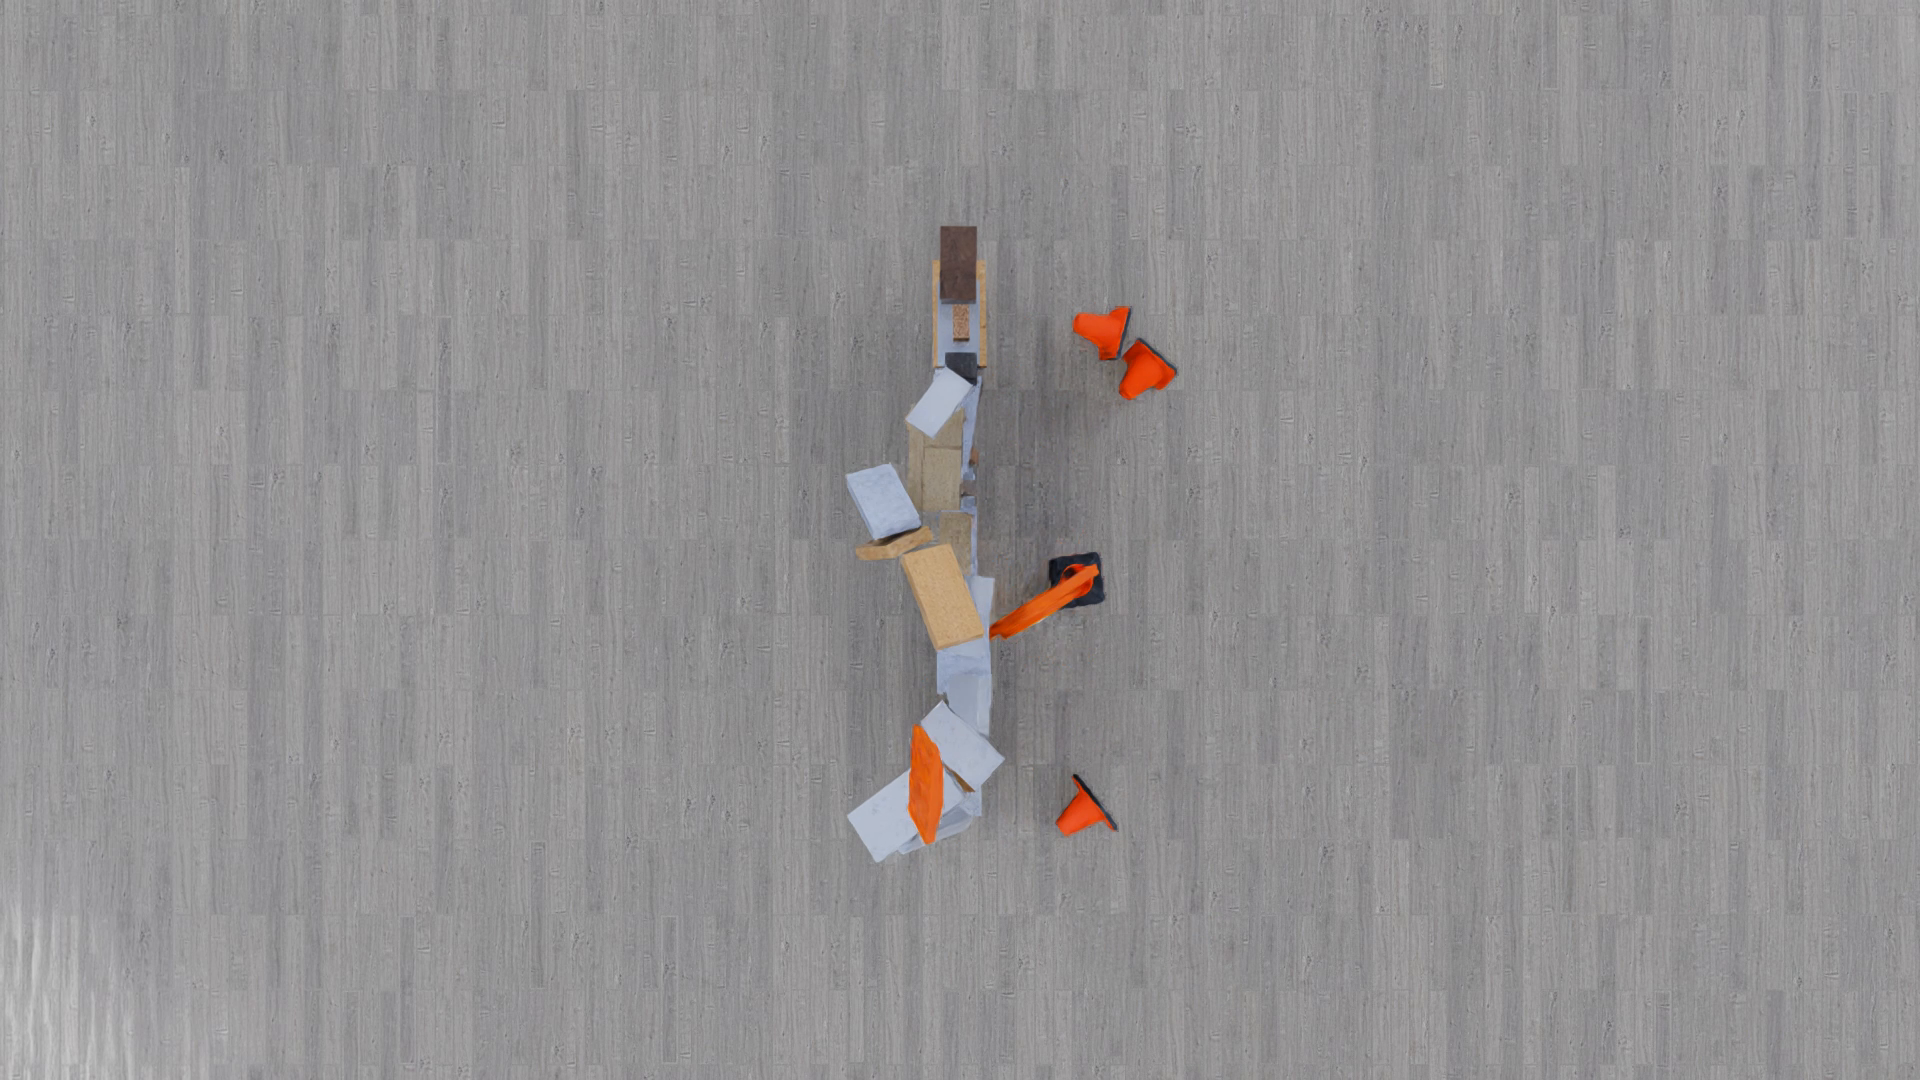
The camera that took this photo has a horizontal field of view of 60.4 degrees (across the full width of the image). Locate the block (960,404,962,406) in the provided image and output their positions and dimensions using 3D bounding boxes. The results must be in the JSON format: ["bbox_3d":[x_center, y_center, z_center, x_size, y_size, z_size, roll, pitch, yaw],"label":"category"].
[{"bbox_3d":[-0.023,-0.428,5.104,0.048,0.095,0.014,9,87,6],"label":"block"}]

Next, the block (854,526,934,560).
[{"bbox_3d":[-0.190,0.009,4.681,0.137,0.275,0.039,-26,98,-21],"label":"block"}]

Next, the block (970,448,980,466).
[{"bbox_3d":[-0.025,-0.278,5.344,0.149,0.299,0.042,5,90,6],"label":"block"}]

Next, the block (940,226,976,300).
[{"bbox_3d":[-0.005,-0.775,4.621,0.102,0.029,0.204,1,90,0],"label":"block"}]

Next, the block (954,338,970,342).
[{"bbox_3d":[0.004,-0.593,4.793,0.047,0.095,0.013,0,86,0],"label":"block"}]

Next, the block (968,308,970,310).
[{"bbox_3d":[0.003,-0.656,4.793,0.047,0.094,0.013,0,86,0],"label":"block"}]

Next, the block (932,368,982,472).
[{"bbox_3d":[-0.027,-0.376,5.174,0.149,0.042,0.299,9,90,6],"label":"block"}]

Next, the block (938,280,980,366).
[{"bbox_3d":[-0.004,-0.641,4.858,0.124,0.035,0.248,0,90,0],"label":"block"}]

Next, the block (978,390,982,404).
[{"bbox_3d":[-0.005,-0.481,5.350,0.149,0.299,0.042,2,89,0],"label":"block"}]

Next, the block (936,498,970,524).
[{"bbox_3d":[-0.020,-0.087,5.158,0.111,0.222,0.031,-35,89,1],"label":"block"}]

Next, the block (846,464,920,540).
[{"bbox_3d":[-0.220,-0.112,4.695,0.137,0.275,0.039,-16,130,-12],"label":"block"}]

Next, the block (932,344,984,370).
[{"bbox_3d":[-0.002,-0.592,5.335,0.165,0.330,0.047,0,90,0],"label":"block"}]

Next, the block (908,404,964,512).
[{"bbox_3d":[-0.072,-0.240,4.828,0.153,0.043,0.307,2,91,5],"label":"block"}]

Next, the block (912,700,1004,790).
[{"bbox_3d":[-0.004,0.566,4.544,0.236,0.033,0.118,43,91,-3],"label":"block"}]

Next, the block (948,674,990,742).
[{"bbox_3d":[0.026,0.476,4.693,0.118,0.236,0.033,4,127,-1],"label":"block"}]

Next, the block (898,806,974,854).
[{"bbox_3d":[-0.123,0.839,4.932,0.158,0.518,0.045,31,99,18],"label":"block"}]

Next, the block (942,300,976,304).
[{"bbox_3d":[-0.004,-0.707,4.738,0.102,0.204,0.029,-1,91,0],"label":"block"}]

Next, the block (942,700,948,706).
[{"bbox_3d":[0.012,0.550,4.858,0.118,0.593,0.033,1,97,-1],"label":"block"}]

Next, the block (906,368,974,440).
[{"bbox_3d":[-0.057,-0.381,4.604,0.094,0.027,0.187,36,85,10],"label":"block"}]

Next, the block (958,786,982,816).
[{"bbox_3d":[0.001,0.732,5.209,0.136,0.039,0.272,0,90,0],"label":"block"}]

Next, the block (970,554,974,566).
[{"bbox_3d":[-0.003,0.059,4.922,0.093,0.186,0.026,0,92,1],"label":"block"}]

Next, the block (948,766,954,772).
[{"bbox_3d":[-0.002,0.624,4.828,0.158,0.315,0.045,1,93,0],"label":"block"}]

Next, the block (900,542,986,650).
[{"bbox_3d":[-0.047,0.153,4.472,0.137,0.039,0.275,-15,71,-20],"label":"block"}]

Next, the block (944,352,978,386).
[{"bbox_3d":[0.002,-0.491,4.735,0.094,0.219,0.027,0,115,0],"label":"block"}]

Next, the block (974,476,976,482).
[{"bbox_3d":[-0.002,-0.195,5.399,0.101,0.202,0.029,-3,90,0],"label":"block"}]

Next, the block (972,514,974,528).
[{"bbox_3d":[-0.004,-0.059,4.921,0.093,0.186,0.026,0,96,1],"label":"block"}]

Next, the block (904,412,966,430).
[{"bbox_3d":[-0.071,-0.369,5.001,0.153,0.307,0.043,-16,90,6],"label":"block"}]

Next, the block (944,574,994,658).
[{"bbox_3d":[0.025,0.208,4.554,0.111,0.031,0.221,8,92,1],"label":"block"}]

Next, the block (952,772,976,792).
[{"bbox_3d":[0.000,0.676,4.999,0.089,0.025,0.178,-1,90,0],"label":"block"}]

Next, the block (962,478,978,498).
[{"bbox_3d":[-0.042,-0.147,5.058,0.153,0.418,0.043,-12,90,6],"label":"block"}]

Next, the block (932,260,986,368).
[{"bbox_3d":[-0.002,-0.704,5.146,0.165,0.047,0.330,-1,90,0],"label":"block"}]

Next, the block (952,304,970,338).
[{"bbox_3d":[0.003,-0.628,4.738,0.047,0.013,0.095,-1,90,0],"label":"block"}]

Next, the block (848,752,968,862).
[{"bbox_3d":[-0.148,0.752,4.652,0.315,0.045,0.157,-38,74,11],"label":"block"}]

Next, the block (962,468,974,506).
[{"bbox_3d":[-0.005,-0.128,5.284,0.101,0.029,0.202,-3,90,0],"label":"block"}]

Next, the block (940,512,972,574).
[{"bbox_3d":[-0.013,0.014,4.814,0.093,0.026,0.186,1,92,1],"label":"block"}]

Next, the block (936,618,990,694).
[{"bbox_3d":[0.009,0.289,4.819,0.156,0.044,0.312,0,90,-1],"label":"block"}]

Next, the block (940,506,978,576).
[{"bbox_3d":[-0.003,0.010,5.031,0.111,0.031,0.222,0,90,1],"label":"block"}]
